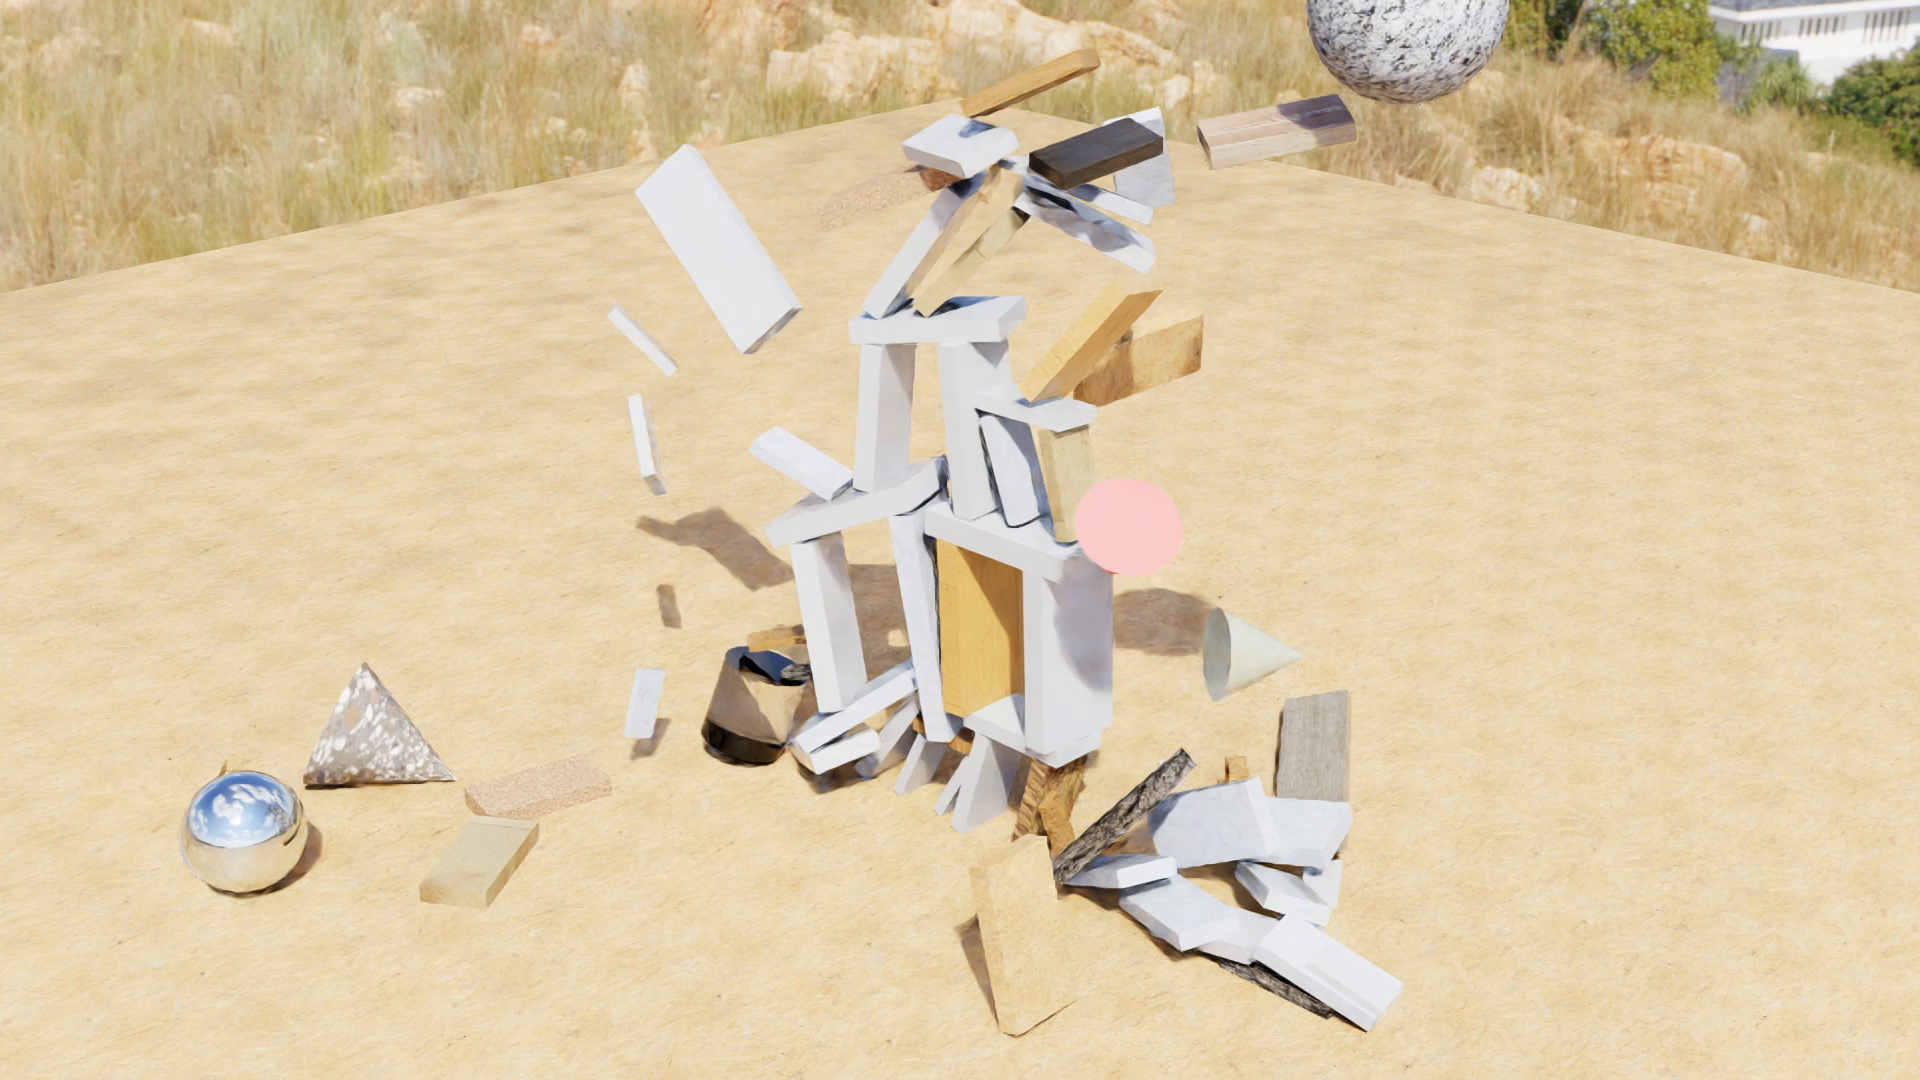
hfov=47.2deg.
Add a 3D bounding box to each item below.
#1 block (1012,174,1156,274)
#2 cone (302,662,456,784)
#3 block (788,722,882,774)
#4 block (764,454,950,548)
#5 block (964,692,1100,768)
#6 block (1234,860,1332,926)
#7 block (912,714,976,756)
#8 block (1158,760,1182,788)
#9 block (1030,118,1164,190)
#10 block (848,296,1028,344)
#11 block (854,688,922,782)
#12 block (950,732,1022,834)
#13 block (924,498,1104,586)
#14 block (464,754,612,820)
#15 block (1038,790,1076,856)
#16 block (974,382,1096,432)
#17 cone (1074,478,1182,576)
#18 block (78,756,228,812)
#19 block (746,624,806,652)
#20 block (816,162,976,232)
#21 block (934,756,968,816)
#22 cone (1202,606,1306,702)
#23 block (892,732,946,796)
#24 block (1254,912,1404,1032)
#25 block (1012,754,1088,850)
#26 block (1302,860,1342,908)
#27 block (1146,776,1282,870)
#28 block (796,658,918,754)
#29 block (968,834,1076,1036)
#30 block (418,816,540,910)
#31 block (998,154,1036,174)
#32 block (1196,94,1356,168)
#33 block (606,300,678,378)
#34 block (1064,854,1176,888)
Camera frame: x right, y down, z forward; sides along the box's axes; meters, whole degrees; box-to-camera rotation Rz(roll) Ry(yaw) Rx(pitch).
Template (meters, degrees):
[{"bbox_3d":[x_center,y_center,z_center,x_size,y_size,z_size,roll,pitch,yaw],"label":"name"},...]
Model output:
[{"bbox_3d":[0.220,-0.565,3.916,0.266,0.038,0.133,26,19,-10],"label":"block"},{"bbox_3d":[-1.169,0.440,4.564,0.278,0.278,0.278,26,23,-6],"label":"cone"},{"bbox_3d":[-0.261,0.421,4.547,0.142,0.040,0.284,-21,6,-12],"label":"block"},{"bbox_3d":[-0.199,-0.075,4.307,0.348,0.049,0.174,-15,15,35],"label":"block"},{"bbox_3d":[0.138,0.362,4.233,0.123,0.035,0.246,-21,31,-41],"label":"block"},{"bbox_3d":[0.592,0.647,4.049,0.121,0.034,0.241,17,3,-7],"label":"block"},{"bbox_3d":[-0.002,0.383,4.400,0.175,0.025,0.087,22,31,39],"label":"block"},{"bbox_3d":[0.439,0.487,4.596,0.046,0.013,0.093,2,23,4],"label":"block"},{"bbox_3d":[0.233,-0.660,3.749,0.207,0.029,0.104,-24,41,-23],"label":"block"},{"bbox_3d":[-0.041,-0.409,4.079,0.296,0.042,0.148,1,23,22],"label":"block"},{"bbox_3d":[-0.101,0.378,4.541,0.040,0.284,0.142,48,41,14],"label":"block"},{"bbox_3d":[0.060,0.462,4.358,0.123,0.246,0.035,-22,48,-42],"label":"block"},{"bbox_3d":[0.123,-0.013,4.092,0.357,0.051,0.179,20,30,41],"label":"block"},{"bbox_3d":[-0.862,0.515,4.499,0.266,0.038,0.133,-14,27,-31],"label":"block"},{"bbox_3d":[0.186,0.542,4.204,0.016,0.115,0.058,-2,30,34],"label":"block"},{"bbox_3d":[0.135,-0.242,3.997,0.206,0.029,0.103,19,26,39],"label":"block"},{"bbox_3d":[0.274,0.018,3.781,0.185,0.185,0.185,3,63,-6],"label":"cone"},{"bbox_3d":[-1.658,0.503,4.528,0.266,0.038,0.133,-3,23,-7],"label":"block"},{"bbox_3d":[-0.386,0.208,4.649,0.125,0.018,0.063,-10,22,-4],"label":"block"},{"bbox_3d":[-0.099,-0.641,3.960,0.300,0.042,0.150,-17,17,20],"label":"block"},{"bbox_3d":[0.015,0.481,4.419,0.087,0.175,0.025,-22,62,-41],"label":"block"},{"bbox_3d":[0.511,0.195,3.717,0.160,0.160,0.160,2,22,-11],"label":"cone"},{"bbox_3d":[-0.073,0.445,4.497,0.087,0.175,0.025,-23,57,-42],"label":"block"},{"bbox_3d":[0.642,0.750,3.834,0.234,0.033,0.117,31,37,22],"label":"block"},{"bbox_3d":[0.172,0.505,4.255,0.123,0.246,0.035,-21,46,-40],"label":"block"},{"bbox_3d":[0.690,0.653,4.197,0.071,0.020,0.142,5,24,12],"label":"block"},{"bbox_3d":[0.471,0.536,4.139,0.039,0.139,0.278,-16,-2,-41],"label":"block"},{"bbox_3d":[-0.191,0.328,4.458,0.284,0.040,0.142,-31,6,13],"label":"block"},{"bbox_3d":[0.109,0.677,3.775,0.043,0.303,0.152,1,17,45],"label":"block"},{"bbox_3d":[-0.926,0.621,4.249,0.133,0.038,0.266,5,23,11],"label":"block"},{"bbox_3d":[0.119,-0.653,3.820,0.054,0.015,0.108,23,25,32],"label":"block"},{"bbox_3d":[0.486,-0.629,3.382,0.223,0.032,0.112,-11,34,0],"label":"block"},{"bbox_3d":[-0.712,-0.450,4.911,0.027,0.194,0.097,-44,19,3],"label":"block"},{"bbox_3d":[0.294,0.619,4.118,0.121,0.034,0.241,-10,-2,-24],"label":"block"}]
